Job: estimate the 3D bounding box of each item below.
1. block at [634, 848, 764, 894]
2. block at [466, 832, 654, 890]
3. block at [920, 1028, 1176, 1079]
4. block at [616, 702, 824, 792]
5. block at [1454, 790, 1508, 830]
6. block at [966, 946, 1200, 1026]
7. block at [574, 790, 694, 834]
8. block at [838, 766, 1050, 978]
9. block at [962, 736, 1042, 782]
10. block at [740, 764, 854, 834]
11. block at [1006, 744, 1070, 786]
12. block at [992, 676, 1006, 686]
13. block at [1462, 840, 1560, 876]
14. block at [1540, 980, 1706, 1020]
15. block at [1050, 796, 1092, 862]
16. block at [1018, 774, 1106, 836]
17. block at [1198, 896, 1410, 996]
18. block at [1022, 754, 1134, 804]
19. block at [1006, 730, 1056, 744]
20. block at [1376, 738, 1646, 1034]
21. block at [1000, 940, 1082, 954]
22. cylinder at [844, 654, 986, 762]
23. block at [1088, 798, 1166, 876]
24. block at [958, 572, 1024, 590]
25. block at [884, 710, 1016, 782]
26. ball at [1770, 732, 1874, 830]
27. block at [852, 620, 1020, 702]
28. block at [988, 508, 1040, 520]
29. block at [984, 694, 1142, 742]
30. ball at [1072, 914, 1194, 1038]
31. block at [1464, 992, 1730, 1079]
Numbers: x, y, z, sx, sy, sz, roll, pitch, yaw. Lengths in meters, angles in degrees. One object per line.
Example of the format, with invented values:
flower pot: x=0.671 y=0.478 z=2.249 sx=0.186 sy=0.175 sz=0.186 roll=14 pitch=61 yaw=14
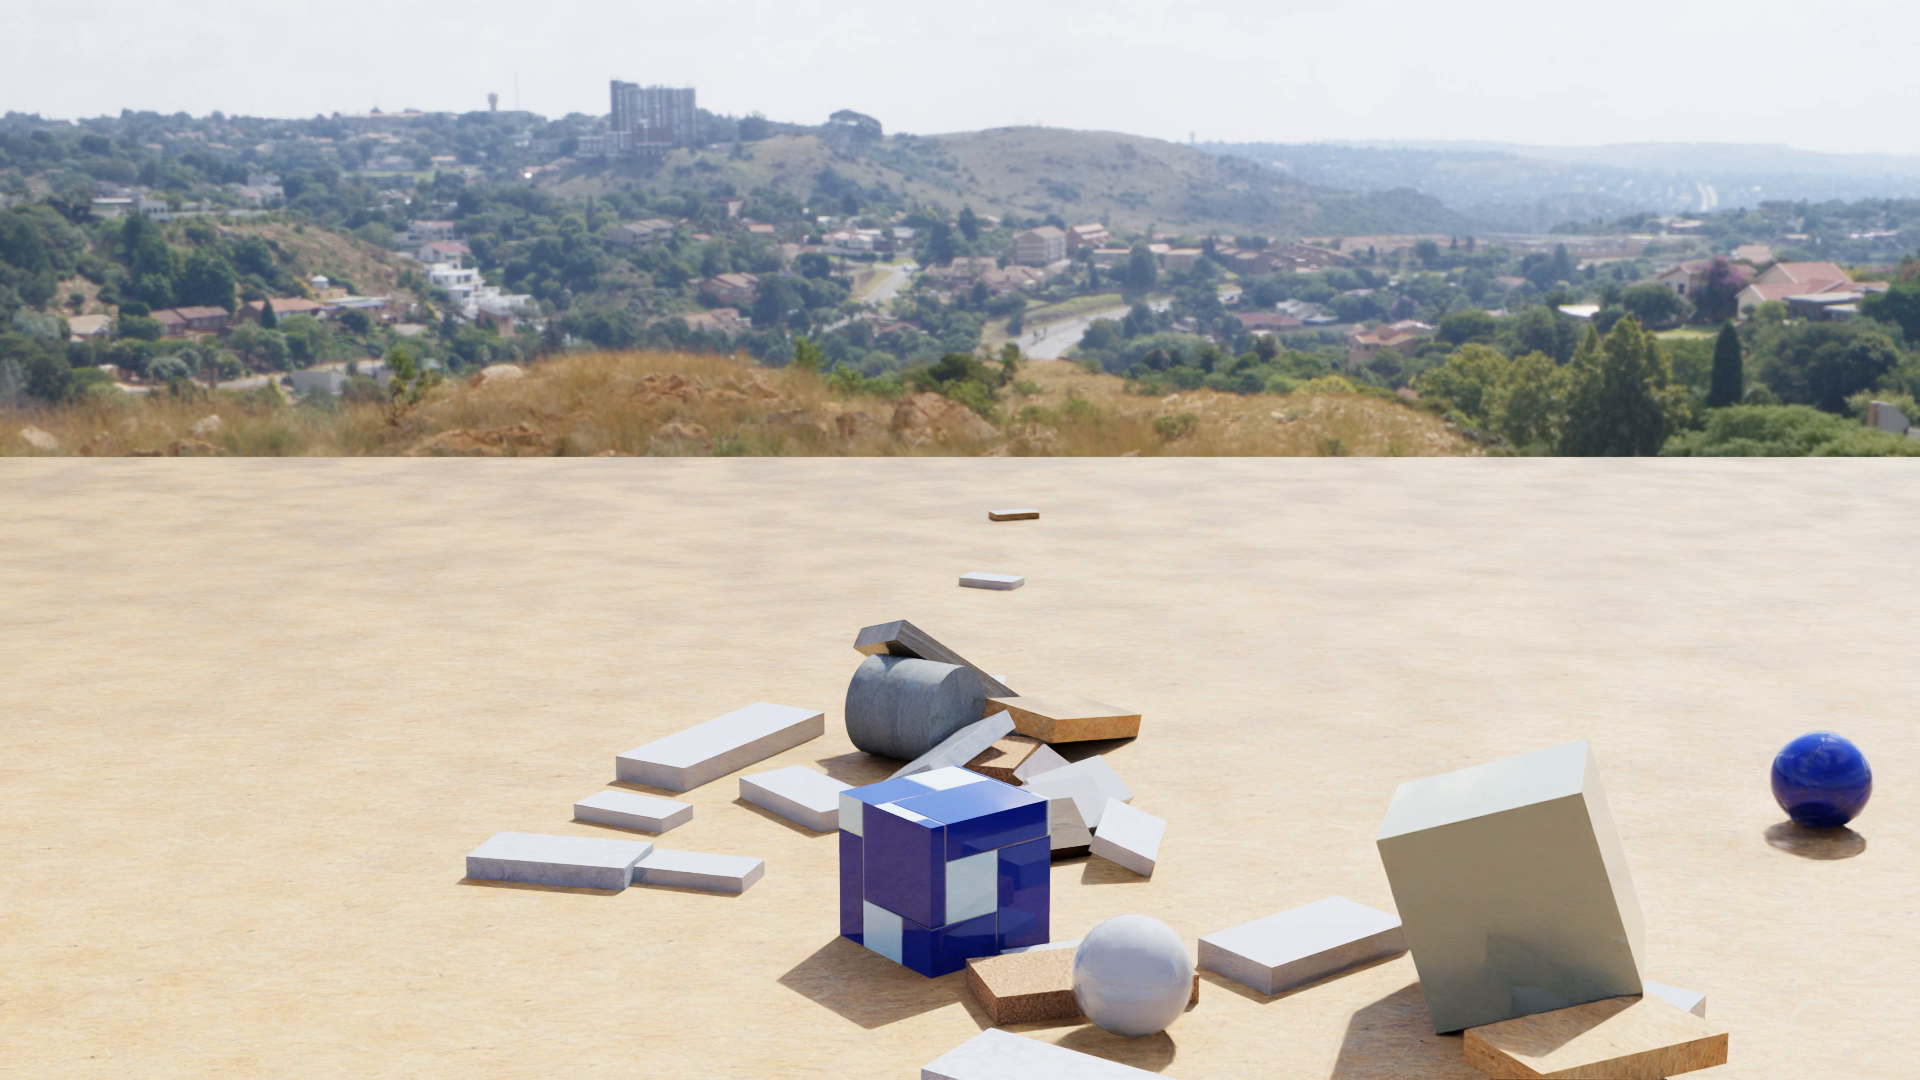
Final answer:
block: x=-0.443 y=0.562 z=3.741 sx=0.198 sy=0.028 sz=0.099 roll=3 pitch=11 yaw=17
block: x=-0.686 y=0.550 z=3.777 sx=0.285 sy=0.039 sz=0.139 roll=2 pitch=11 yaw=12
block: x=0.128 y=0.718 z=2.854 sx=0.324 sy=0.046 sz=0.162 roll=7 pitch=13 yaw=34
block: x=-0.480 y=0.416 z=4.475 sx=0.168 sy=0.048 sz=0.481 roll=6 pitch=12 yaw=30
block: x=0.967 y=0.501 z=4.085 sx=0.082 sy=0.023 sz=0.165 roll=1 pitch=11 yaw=7
block: x=0.179 y=0.648 z=3.235 sx=0.309 sy=0.044 sz=0.154 roll=-3 pitch=11 yaw=-16
block: x=-0.604 y=0.502 z=4.067 sx=0.198 sy=0.028 sz=0.099 roll=5 pitch=12 yaw=27
block: x=-0.025 y=0.513 z=3.441 sx=0.235 sy=0.235 sz=0.235 roll=-8 pitch=13 yaw=-38
block: x=0.081 y=0.426 z=4.293 sx=0.110 sy=0.031 sz=0.221 roll=3 pitch=11 yaw=16
block: x=-0.282 y=0.484 z=4.131 sx=0.139 sy=0.039 sz=0.277 roll=-8 pitch=13 yaw=-37
block: x=0.164 y=0.456 z=4.155 sx=0.108 sy=0.030 sz=0.215 roll=37 pitch=19 yaw=9
block: x=-0.006 y=0.333 z=4.971 sx=0.215 sy=0.030 sz=0.108 roll=1 pitch=11 yaw=3
block: x=0.955 y=0.552 z=3.816 sx=0.150 sy=0.021 sz=0.075 roll=-5 pitch=12 yaw=-27
block: x=0.896 y=0.682 z=3.047 sx=0.162 sy=0.046 sz=0.324 roll=8 pitch=13 yaw=37
block: x=0.113 y=0.514 z=3.847 sx=0.222 sy=0.031 sz=0.111 roll=-4 pitch=43 yaw=-23
block: x=0.161 y=0.490 z=3.954 sx=0.222 sy=0.031 sz=0.111 roll=-6 pitch=50 yaw=-30
block: x=0.531 y=0.621 z=3.384 sx=0.309 sy=0.044 sz=0.154 roll=-8 pitch=13 yaw=-37
block: x=0.218 y=0.469 z=4.077 sx=0.215 sy=0.030 sz=0.108 roll=-11 pitch=52 yaw=-47
block: x=0.134 y=0.390 z=4.661 sx=0.110 sy=0.031 sz=0.221 roll=-4 pitch=11 yaw=-21
block: x=0.800 y=0.494 z=3.170 sx=0.290 sy=0.290 sz=0.290 roll=-17 pitch=4 yaw=20
block: x=0.144 y=0.638 z=3.350 sx=0.150 sy=0.021 sz=0.075 roll=-4 pitch=11 yaw=-20
cylinder: x=-0.089 y=0.343 z=4.437 sx=0.206 sy=0.206 sz=0.206 roll=7 pitch=13 yaw=33
block: x=0.295 y=0.519 z=3.858 sx=0.111 sy=0.031 sz=0.222 roll=24 pitch=14 yaw=5
block: x=0.089 y=0.115 z=6.161 sx=0.165 sy=0.023 sz=0.082 roll=5 pitch=12 yaw=25
block: x=-0.023 y=0.415 z=4.229 sx=0.139 sy=0.039 sz=0.277 roll=-26 pitch=2 yaw=38
ball: x=1.568 y=0.438 z=4.004 sx=0.177 sy=0.177 sz=0.177 roll=0 pitch=11 yaw=0
block: x=-0.042 y=0.279 z=4.577 sx=0.337 sy=0.048 sz=0.168 roll=35 pitch=-26 yaw=-25
block: x=0.178 y=-0.084 z=7.238 sx=0.150 sy=0.021 sz=0.075 roll=-4 pitch=11 yaw=-19
block: x=0.215 y=0.366 z=4.529 sx=0.168 sy=0.048 sz=0.337 roll=15 pitch=6 yaw=34
ball: x=0.242 y=0.611 z=3.086 sx=0.171 sy=0.171 sz=0.171 roll=0 pitch=11 yaw=0
block: x=0.835 y=0.666 z=2.890 sx=0.309 sy=0.044 sz=0.154 roll=-5 pitch=12 yaw=-25
